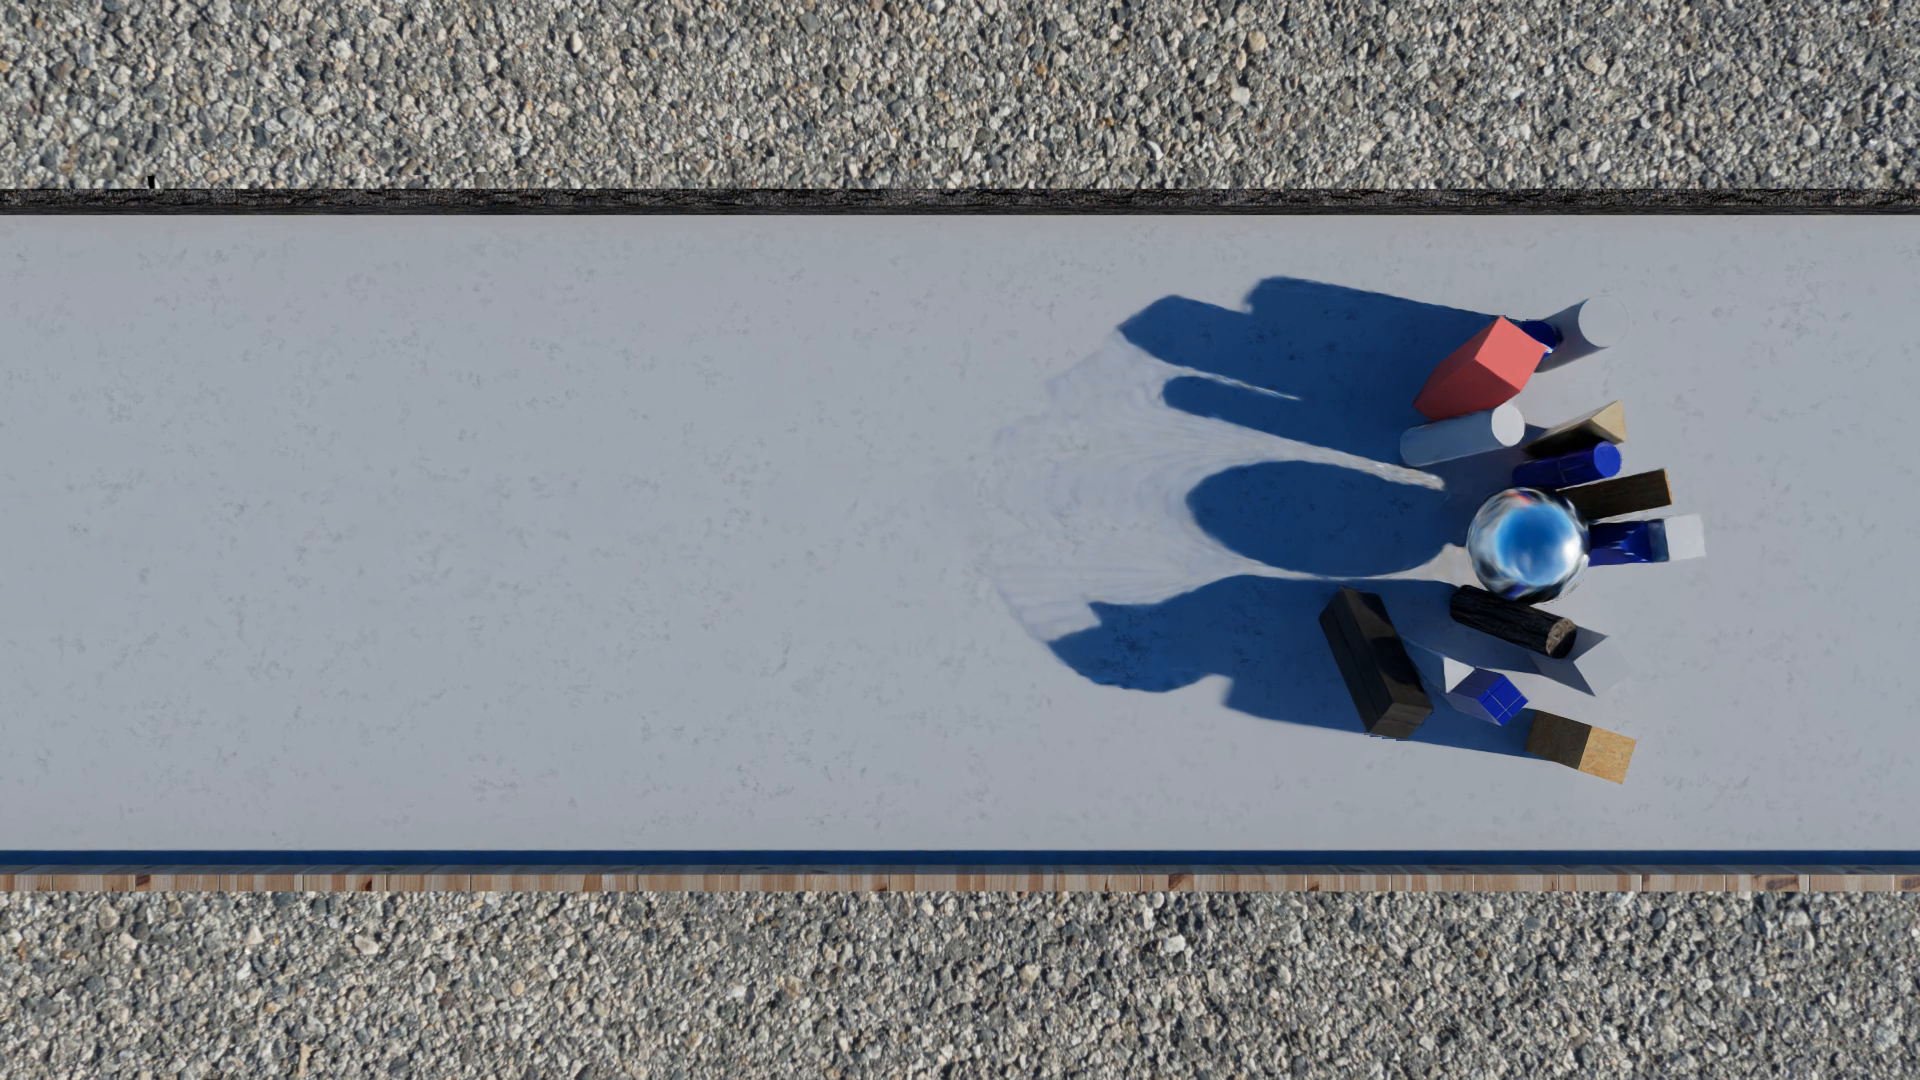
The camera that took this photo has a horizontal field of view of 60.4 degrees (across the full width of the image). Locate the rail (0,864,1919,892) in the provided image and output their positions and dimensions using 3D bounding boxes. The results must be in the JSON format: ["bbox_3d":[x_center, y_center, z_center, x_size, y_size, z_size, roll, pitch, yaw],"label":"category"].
[{"bbox_3d":[-2.247,1.025,5.001,12.000,0.150,0.050,0,90,0],"label":"rail"}]

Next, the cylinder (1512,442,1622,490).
[{"bbox_3d":[1.798,-0.209,4.902,0.104,0.336,0.104,4,80,-23],"label":"cylinder"}]

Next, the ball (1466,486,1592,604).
[{"bbox_3d":[1.658,0.015,4.812,0.346,0.346,0.346,0,90,0],"label":"ball"}]

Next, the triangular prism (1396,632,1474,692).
[{"bbox_3d":[1.334,0.325,4.847,0.103,0.444,0.089,-40,106,-4],"label":"triangular prism"}]

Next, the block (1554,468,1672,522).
[{"bbox_3d":[1.903,-0.117,4.942,0.407,0.105,0.105,-13,88,24],"label":"block"}]

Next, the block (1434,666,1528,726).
[{"bbox_3d":[1.530,0.451,4.862,0.104,0.429,0.104,-43,90,0],"label":"block"}]

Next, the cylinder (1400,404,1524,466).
[{"bbox_3d":[1.475,-0.305,4.866,0.121,0.407,0.121,3,83,-23],"label":"cylinder"}]

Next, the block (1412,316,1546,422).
[{"bbox_3d":[1.518,-0.476,4.846,0.160,0.433,0.160,35,74,1],"label":"block"}]

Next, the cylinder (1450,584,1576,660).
[{"bbox_3d":[1.633,0.240,4.887,0.120,0.374,0.120,-9,108,-28],"label":"cylinder"}]

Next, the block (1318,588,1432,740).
[{"bbox_3d":[1.215,0.358,4.850,0.138,0.452,0.138,11,131,-22],"label":"block"}]

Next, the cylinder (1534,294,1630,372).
[{"bbox_3d":[1.802,-0.604,4.869,0.152,0.397,0.152,1,85,-6],"label":"cylinder"}]

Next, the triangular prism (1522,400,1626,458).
[{"bbox_3d":[1.835,-0.327,4.897,0.124,0.346,0.107,30,73,-8],"label":"triangular prism"}]

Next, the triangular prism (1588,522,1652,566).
[{"bbox_3d":[1.891,0.005,4.886,0.114,0.378,0.099,24,80,-13],"label":"triangular prism"}]

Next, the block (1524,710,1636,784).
[{"bbox_3d":[1.818,0.605,4.855,0.132,0.444,0.132,18,90,0],"label":"block"}]

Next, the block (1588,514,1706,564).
[{"bbox_3d":[1.991,0.001,4.860,0.122,0.416,0.122,-8,90,-16],"label":"block"}]

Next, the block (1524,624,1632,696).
[{"bbox_3d":[1.819,0.344,4.883,0.127,0.375,0.127,-35,96,0],"label":"block"}]

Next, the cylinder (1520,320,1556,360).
[{"bbox_3d":[1.647,-0.553,4.910,0.115,0.316,0.115,1,80,-6],"label":"cylinder"}]

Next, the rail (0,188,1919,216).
[{"bbox_3d":[-2.247,-1.025,5.002,12.000,0.150,0.050,0,90,0],"label":"rail"}]
